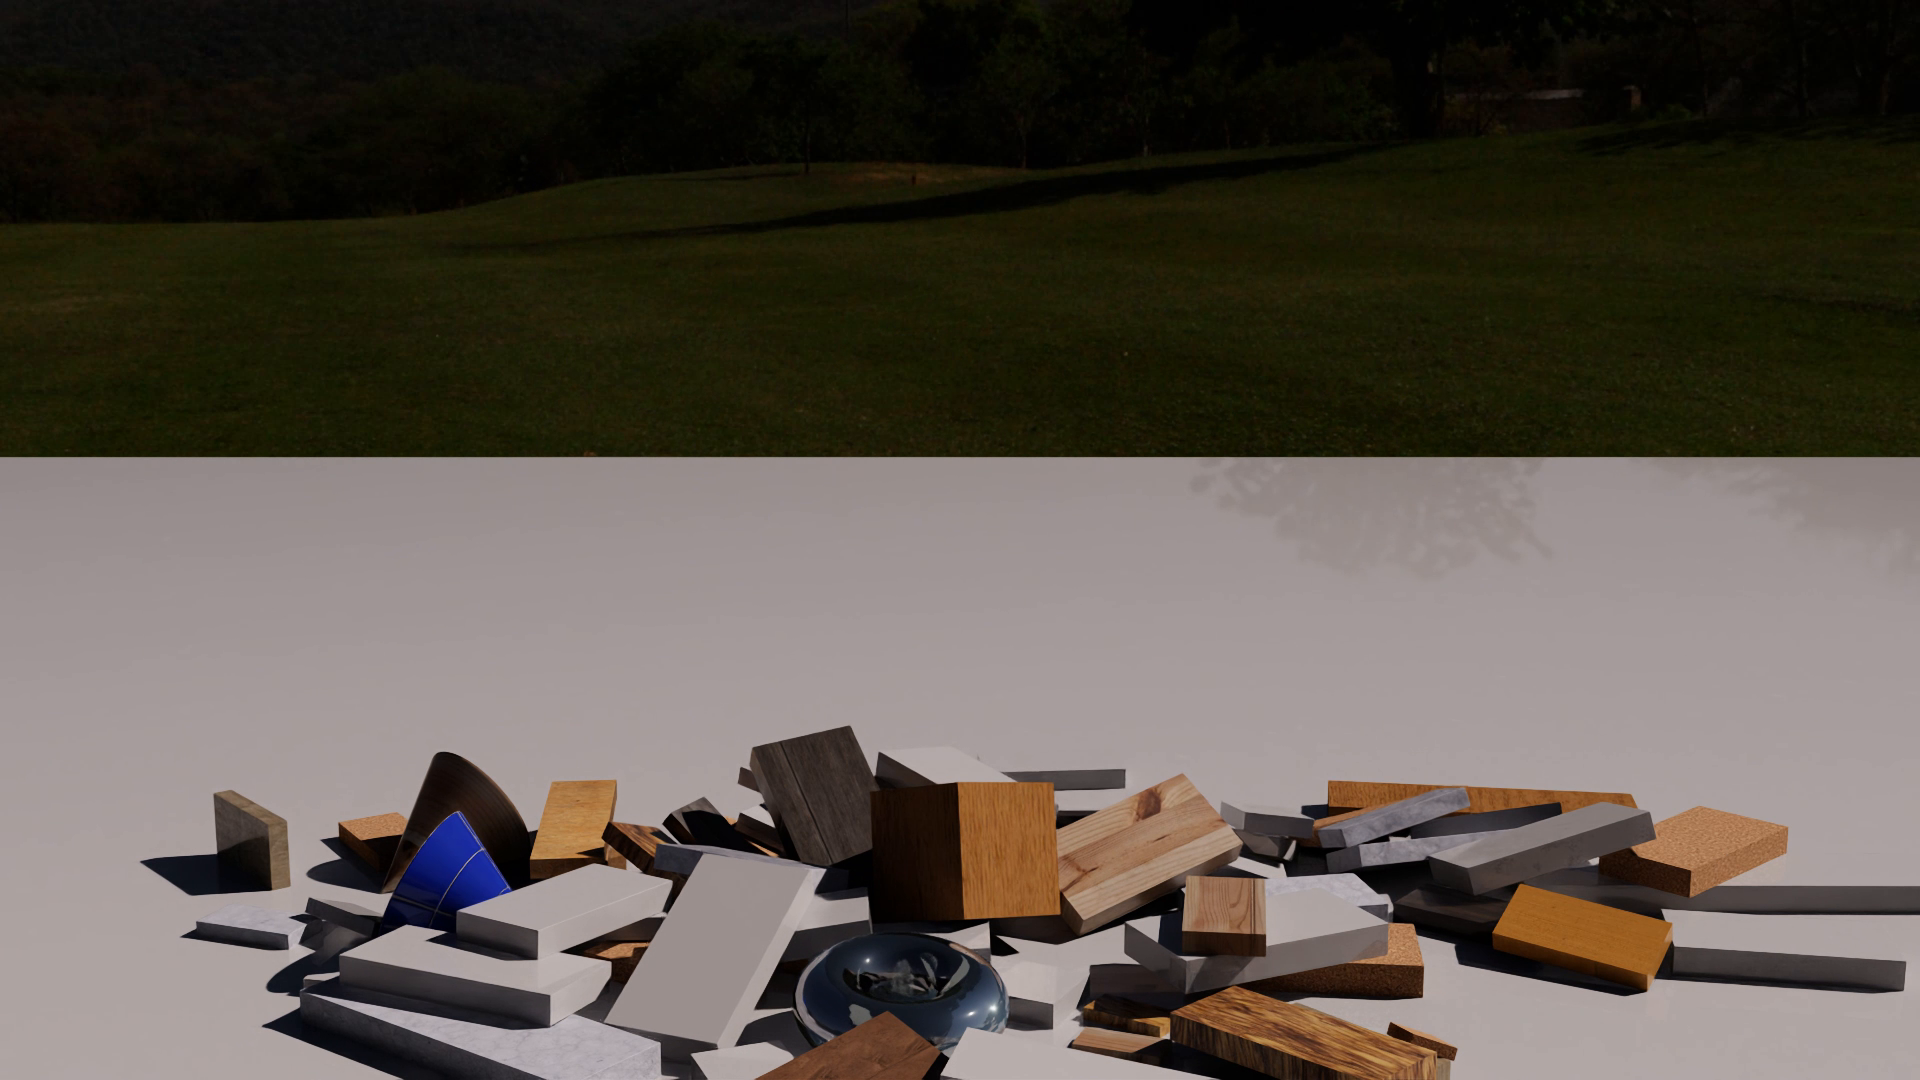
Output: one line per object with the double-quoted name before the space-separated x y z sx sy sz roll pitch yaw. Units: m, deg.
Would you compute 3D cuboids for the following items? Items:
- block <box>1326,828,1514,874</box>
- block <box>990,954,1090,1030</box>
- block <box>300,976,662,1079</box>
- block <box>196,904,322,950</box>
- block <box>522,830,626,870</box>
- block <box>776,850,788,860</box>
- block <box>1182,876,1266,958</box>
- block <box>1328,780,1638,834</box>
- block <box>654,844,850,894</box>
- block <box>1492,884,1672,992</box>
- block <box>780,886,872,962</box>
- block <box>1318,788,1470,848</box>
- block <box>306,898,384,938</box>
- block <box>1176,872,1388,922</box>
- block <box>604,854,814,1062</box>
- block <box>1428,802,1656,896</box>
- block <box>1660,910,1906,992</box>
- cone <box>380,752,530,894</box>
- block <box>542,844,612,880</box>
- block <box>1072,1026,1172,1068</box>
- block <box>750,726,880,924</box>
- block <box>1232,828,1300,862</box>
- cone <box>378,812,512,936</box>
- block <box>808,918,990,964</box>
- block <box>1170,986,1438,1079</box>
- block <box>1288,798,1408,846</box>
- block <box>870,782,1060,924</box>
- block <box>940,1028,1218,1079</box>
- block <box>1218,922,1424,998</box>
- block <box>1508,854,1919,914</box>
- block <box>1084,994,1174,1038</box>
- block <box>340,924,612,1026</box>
"block" 0.883 0.526 3.774 0.495 0.037 0.129 -3 -14 -17
"block" 0.043 0.653 3.227 0.265 0.037 0.132 5 12 26
"block" -0.671 0.681 3.044 0.542 0.049 0.171 8 13 36
"block" -1.110 0.612 3.484 0.174 0.025 0.087 4 11 20
"block" -0.683 0.545 3.824 0.109 0.031 0.218 -8 13 -38
"block" -0.272 0.566 3.580 0.110 0.031 0.220 10 23 19
"block" 0.390 0.552 3.239 0.119 0.034 0.238 1 11 7
"block" 0.955 0.499 4.032 0.552 0.047 0.164 2 11 9
"block" -0.326 0.514 3.430 0.275 0.039 0.138 4 -6 33
"block" 0.946 0.602 3.344 0.238 0.034 0.119 11 38 32
"block" -0.286 0.583 3.263 0.310 0.044 0.155 -9 9 -2
"block" 0.743 0.477 3.773 0.235 0.033 0.117 -16 -5 -13
"block" -0.944 0.599 3.468 0.174 0.025 0.087 9 -9 39
"block" 0.518 0.591 3.544 0.303 0.043 0.152 -2 11 -11
"block" -0.352 0.591 3.128 0.171 0.049 0.343 6 37 18
"block" 0.957 0.506 3.623 0.327 0.046 0.163 -15 2 -10
"block" 1.250 0.624 3.357 0.329 0.047 0.164 2 11 11
"cone" -0.898 0.525 3.733 0.235 0.235 0.235 9 40 40
"block" -0.651 0.528 3.749 0.109 0.031 0.218 -1 11 -7
"block" 0.223 0.700 3.030 0.125 0.018 0.063 4 11 21
"block" -0.201 0.469 3.585 0.175 0.049 0.349 -11 51 -23
"block" 0.447 0.520 3.822 0.258 0.037 0.129 5 -10 25
"cone" -0.722 0.570 3.353 0.230 0.230 0.230 28 15 5
"block" -0.088 0.608 3.266 0.265 0.037 0.132 -3 9 0
"block" 0.451 0.670 2.913 0.138 0.039 0.334 -10 13 -43
"block" 0.708 0.499 3.885 0.235 0.033 0.117 -11 -4 -13
"block" 0.007 0.488 3.429 0.204 0.204 0.204 6 -13 -42
"block" 0.241 0.709 2.742 0.518 0.043 0.152 9 12 11
"block" 0.516 0.628 3.328 0.349 0.049 0.175 1 11 6
"block" 1.484 0.569 3.654 1.126 0.046 0.163 0 11 0
"block" 0.246 0.679 3.140 0.125 0.018 0.063 7 13 34
"block" -0.690 0.617 3.132 0.354 0.044 0.155 5 9 22
